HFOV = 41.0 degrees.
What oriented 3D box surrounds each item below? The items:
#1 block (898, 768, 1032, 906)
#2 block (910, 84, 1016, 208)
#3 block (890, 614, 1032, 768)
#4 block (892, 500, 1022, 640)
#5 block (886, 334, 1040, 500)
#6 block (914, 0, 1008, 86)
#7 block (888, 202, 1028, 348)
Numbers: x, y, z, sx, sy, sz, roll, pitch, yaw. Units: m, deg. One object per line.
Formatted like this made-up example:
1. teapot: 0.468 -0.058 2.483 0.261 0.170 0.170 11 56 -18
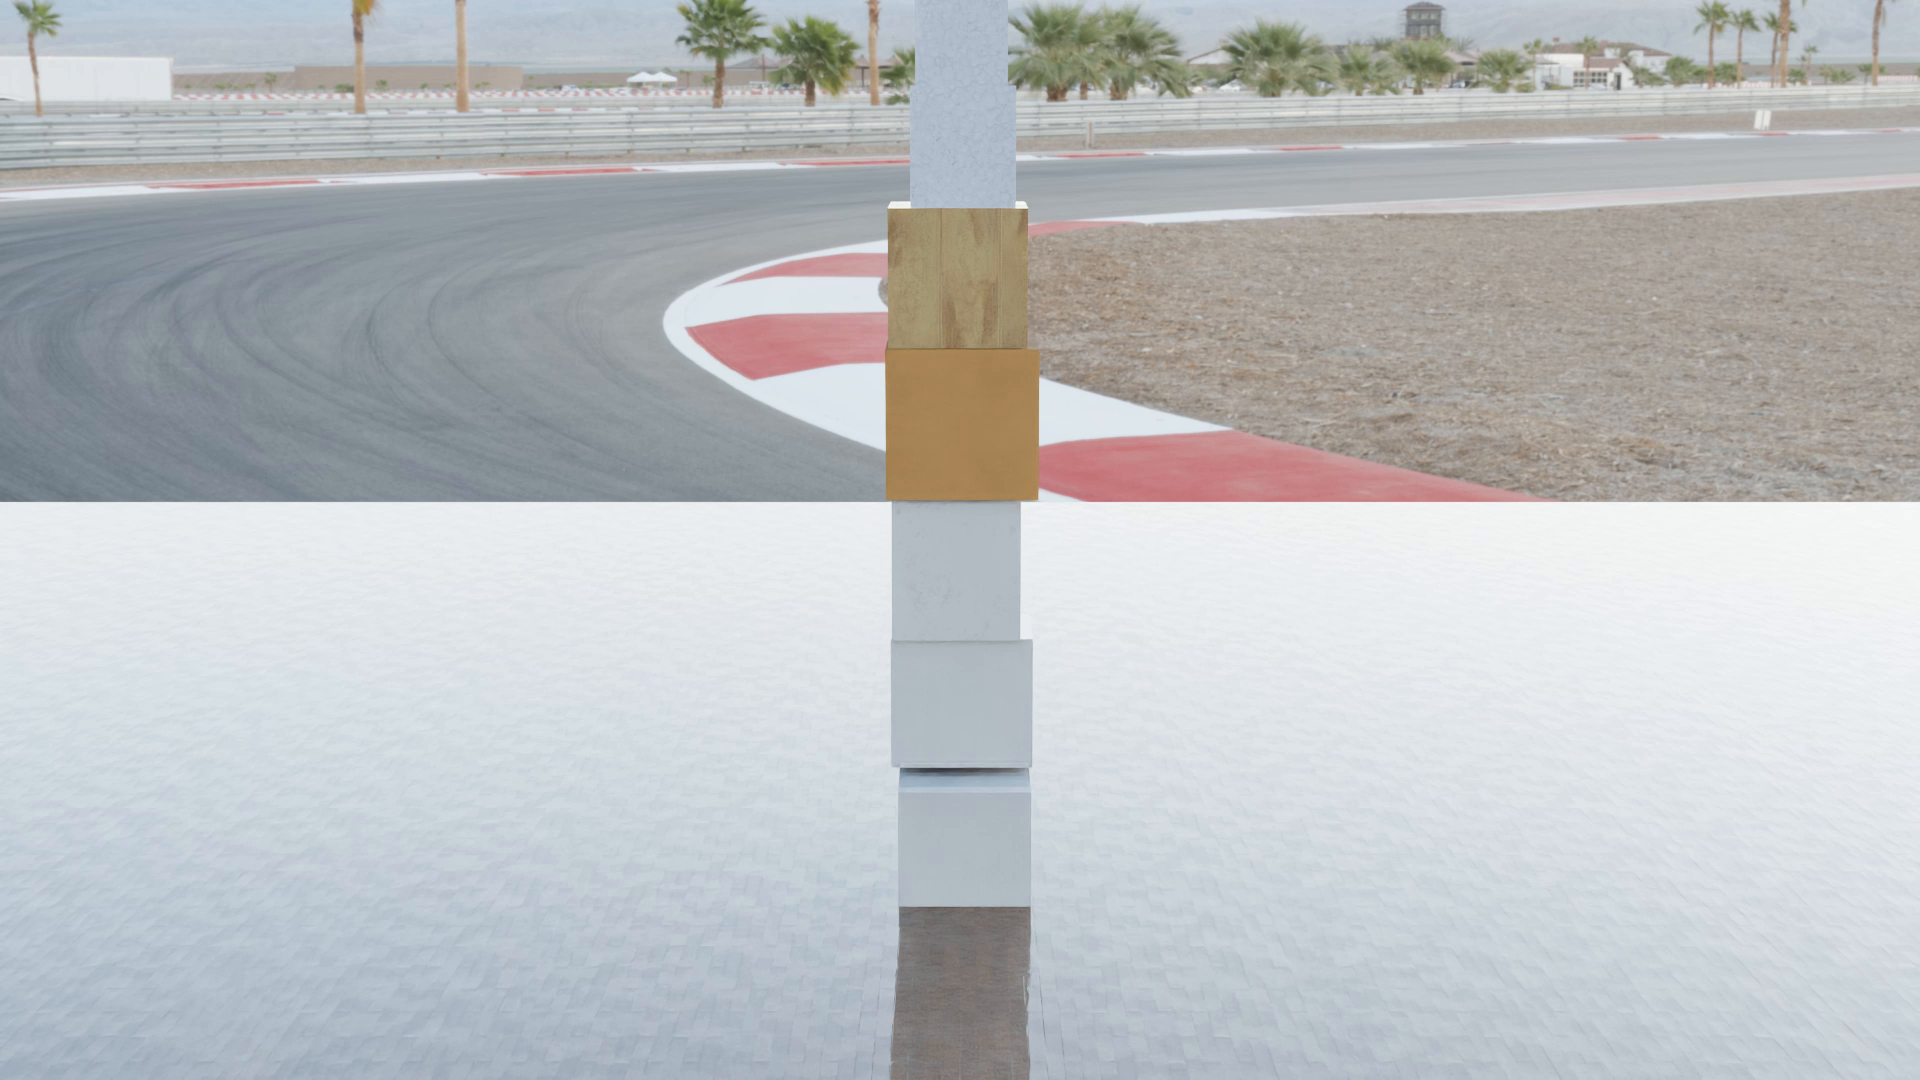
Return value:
1. block: 0.019 1.276 11.140 0.565 0.504 0.467 0 10 0
2. block: 0.013 -1.673 10.876 0.438 0.502 0.491 0 10 0
3. block: 0.007 0.657 11.300 0.610 0.569 0.525 0 10 0
4. block: -0.016 0.076 11.194 0.549 0.613 0.587 0 10 0
5. block: 0.010 -0.539 11.082 0.644 0.638 0.654 0 10 0
6. block: 0.006 -2.108 10.797 0.384 0.383 0.421 0 10 0
7. block: -0.009 -1.140 10.973 0.584 0.583 0.548 0 10 0
